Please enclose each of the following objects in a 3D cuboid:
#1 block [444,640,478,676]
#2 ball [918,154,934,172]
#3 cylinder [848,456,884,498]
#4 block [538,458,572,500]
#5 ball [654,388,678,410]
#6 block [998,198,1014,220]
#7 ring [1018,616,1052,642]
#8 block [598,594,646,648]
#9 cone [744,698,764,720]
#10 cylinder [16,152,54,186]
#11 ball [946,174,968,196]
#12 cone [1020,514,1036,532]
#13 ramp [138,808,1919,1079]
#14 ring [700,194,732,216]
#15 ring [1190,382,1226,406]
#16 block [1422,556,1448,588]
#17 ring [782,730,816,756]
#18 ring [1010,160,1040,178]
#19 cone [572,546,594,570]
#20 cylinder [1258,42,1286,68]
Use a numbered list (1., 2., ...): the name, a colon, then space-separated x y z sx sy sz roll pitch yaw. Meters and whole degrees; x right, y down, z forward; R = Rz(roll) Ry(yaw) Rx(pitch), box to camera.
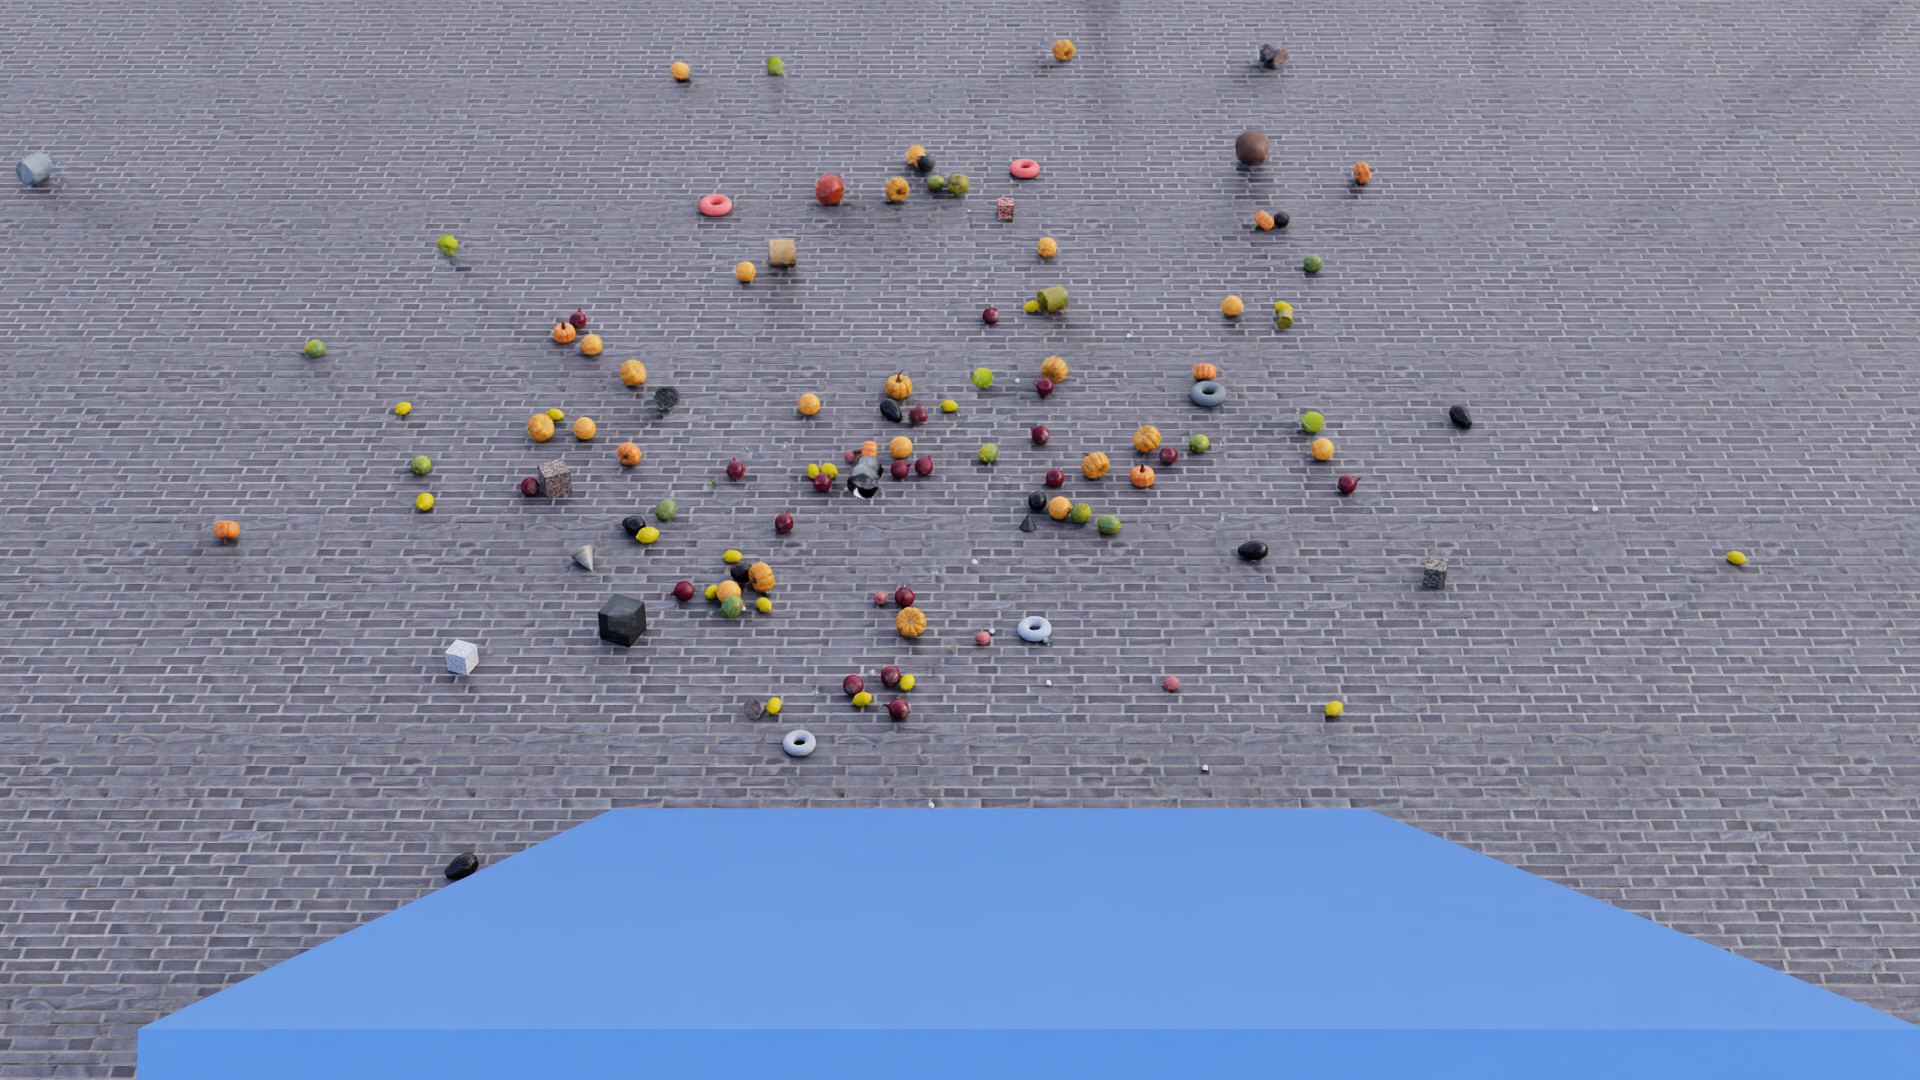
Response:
1. block: -1.434 0.338 7.487 0.065 0.065 0.065 13 39 17
2. ball: -0.129 -1.430 9.873 0.066 0.066 0.066 0 37 0
3. cylinder: -0.299 -0.198 8.185 0.095 0.095 0.095 6 37 8
4. block: -1.276 -0.193 8.189 0.083 0.083 0.083 -15 39 -20
5. ball: -0.969 -0.465 8.561 0.077 0.077 0.077 0 37 0
6. block: 0.169 -1.224 9.602 0.057 0.057 0.057 -1 37 -1
7. ring: 0.218 0.260 7.619 0.100 0.033 0.100 -1 37 1
8. block: -0.986 0.235 7.598 0.098 0.098 0.098 15 39 20
9. cone: -0.568 0.474 7.336 0.060 0.060 0.060 22 15 27
10. cylinder: -3.487 -1.398 9.807 0.094 0.094 0.094 21 41 25
11. ball: -0.009 -1.329 9.725 0.080 0.080 0.080 0 37 0
12. cone: 0.210 -0.060 8.035 0.053 0.053 0.053 0 37 0
13. ramp: 0.080 0.680 4.904 2.000 0.100 4.000 0 -2 0
14. ring: -0.906 -1.241 9.639 0.123 0.041 0.123 1 36 -1
15. ring: 0.822 -0.484 8.618 0.120 0.040 0.120 0 38 0
16. block: 1.429 0.097 7.814 0.064 0.064 0.064 9 38 12
17. ring: -0.445 0.563 7.212 0.093 0.031 0.093 0 38 0
18. ring: 0.245 -1.410 9.869 0.114 0.038 0.114 1 36 -1
19. cone: -1.129 0.067 7.880 0.074 0.074 0.074 -20 68 -25
20. cylinder: 1.274 -1.976 10.598 0.080 0.080 0.080 -29 46 -34
